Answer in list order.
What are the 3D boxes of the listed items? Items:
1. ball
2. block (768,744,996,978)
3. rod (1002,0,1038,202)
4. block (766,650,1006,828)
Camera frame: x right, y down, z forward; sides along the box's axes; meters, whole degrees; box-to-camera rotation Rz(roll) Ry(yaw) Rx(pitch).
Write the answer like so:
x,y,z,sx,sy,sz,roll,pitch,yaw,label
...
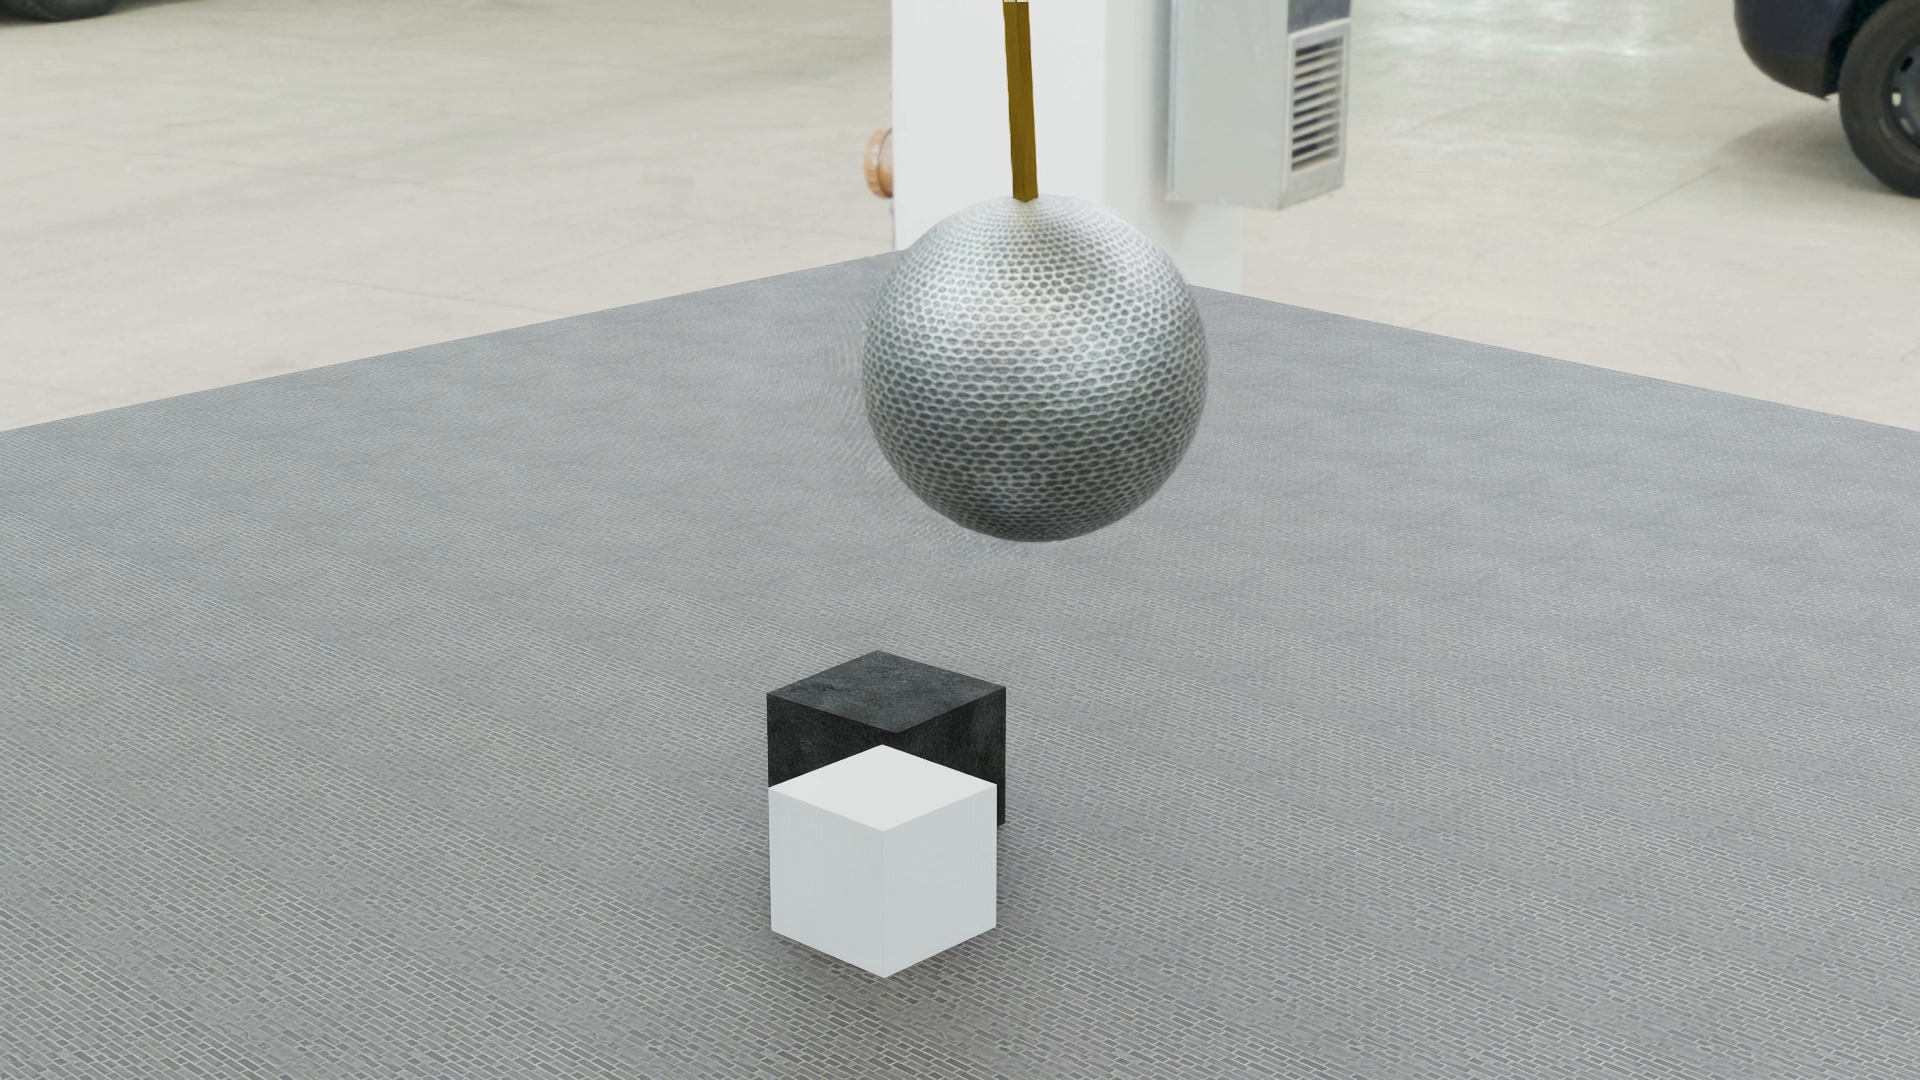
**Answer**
x,y,z,sx,sy,sz,roll,pitch,yaw,label
0.341,-0.788,13.451,1.600,1.600,1.600,0,17,0,ball
-0.335,1.388,12.804,0.696,0.673,0.703,16,23,41,block
0.148,-3.963,12.251,0.080,5.200,0.080,17,29,42,rod
-0.345,1.037,13.886,0.808,0.695,0.787,14,22,38,block
